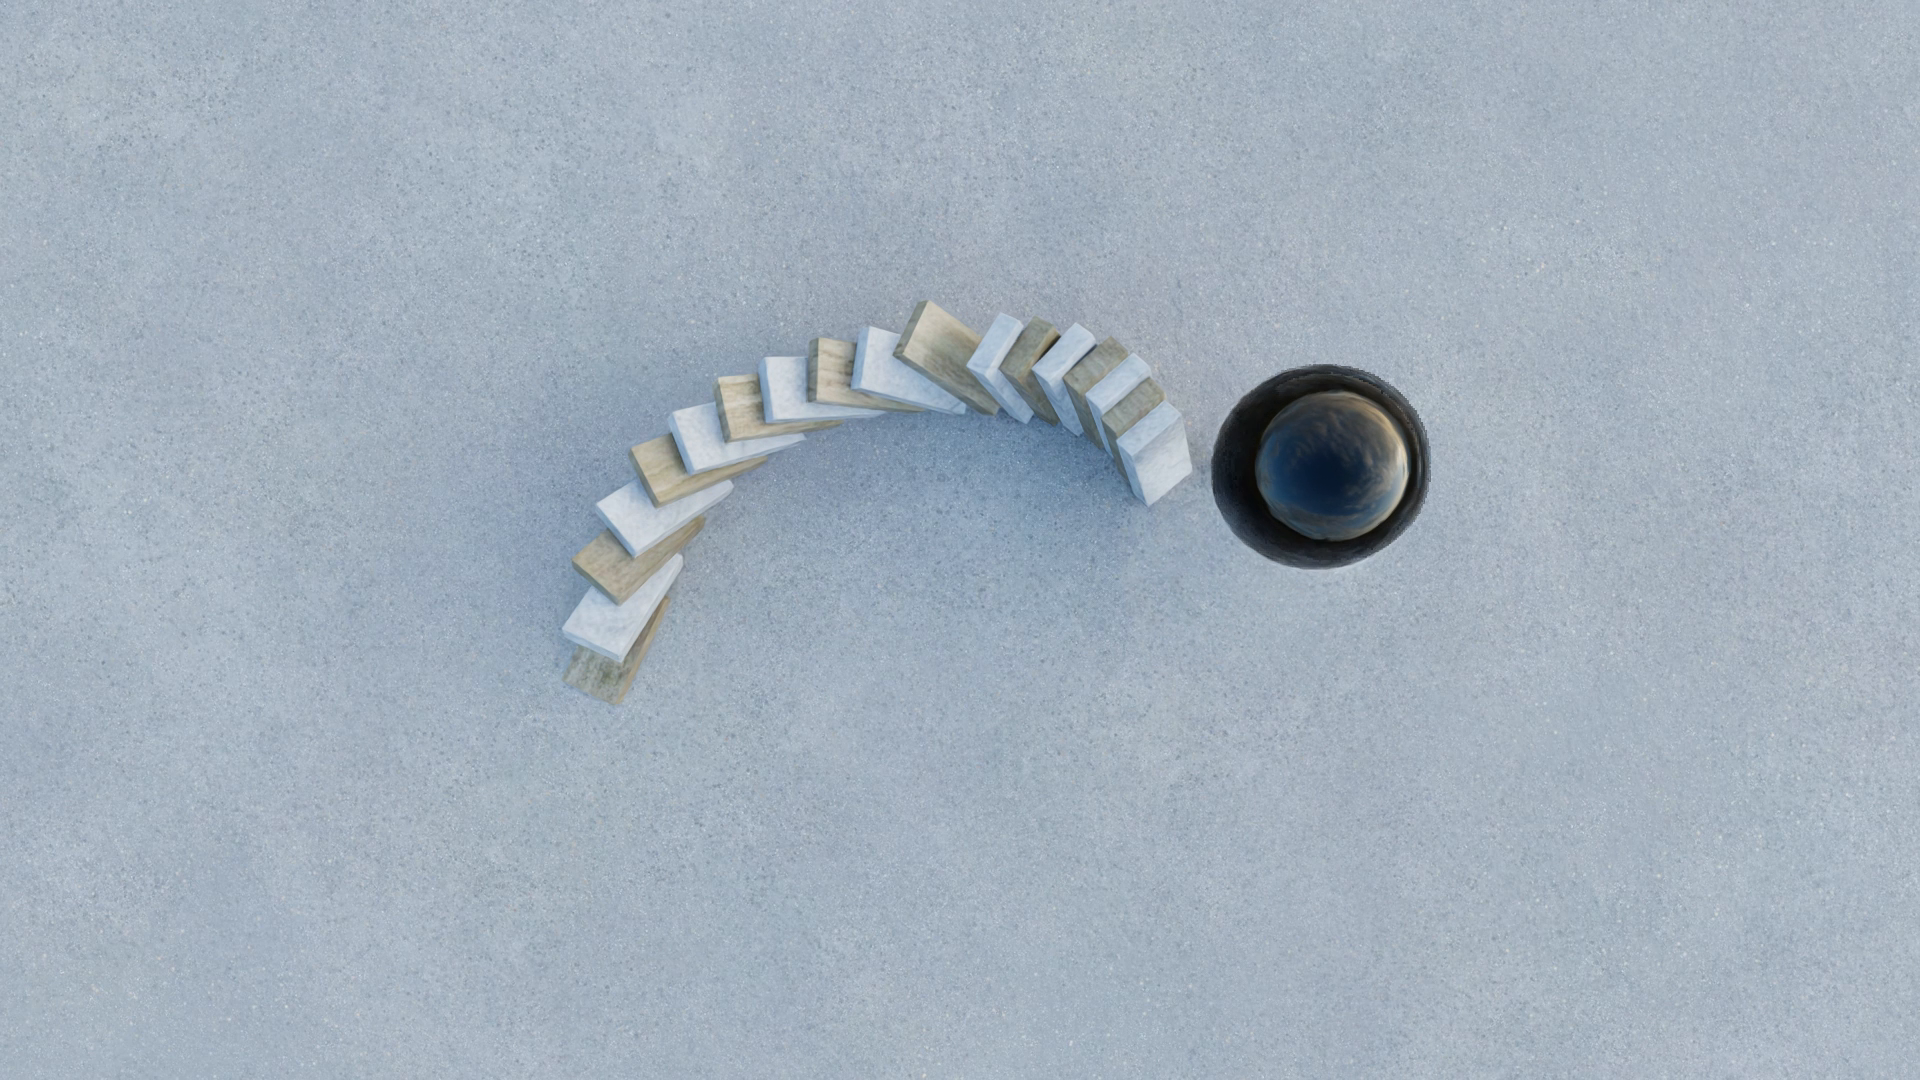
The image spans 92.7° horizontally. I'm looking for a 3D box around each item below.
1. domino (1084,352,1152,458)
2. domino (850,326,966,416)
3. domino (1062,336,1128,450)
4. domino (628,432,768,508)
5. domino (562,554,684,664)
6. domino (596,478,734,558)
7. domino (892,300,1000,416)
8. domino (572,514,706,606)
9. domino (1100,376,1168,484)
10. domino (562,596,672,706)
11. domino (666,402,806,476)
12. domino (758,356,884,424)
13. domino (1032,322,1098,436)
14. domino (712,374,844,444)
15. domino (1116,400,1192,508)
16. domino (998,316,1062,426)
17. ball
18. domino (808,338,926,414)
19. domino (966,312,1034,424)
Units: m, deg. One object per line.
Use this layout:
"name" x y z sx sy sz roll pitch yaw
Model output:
"domino" 0.068 -0.053 0.376 0.025 0.050 0.009 -41 61 0
"domino" -0.019 -0.070 0.382 0.050 0.009 0.025 9 89 -32
"domino" 0.060 -0.059 0.376 0.025 0.050 0.010 -41 61 0
"domino" -0.109 -0.035 0.383 0.050 0.010 0.025 -28 90 -30
"domino" -0.140 0.023 0.383 0.025 0.010 0.050 25 59 -1
"domino" -0.123 -0.017 0.383 0.050 0.009 0.025 -40 90 -30
"domino" -0.001 -0.075 0.382 0.050 0.010 0.025 29 81 -30
"domino" -0.134 0.001 0.383 0.025 0.010 0.050 40 60 0
"domino" 0.074 -0.043 0.376 0.025 0.050 0.009 -40 62 0
"domino" -0.148 0.043 0.395 0.025 0.009 0.050 26 90 0
"domino" -0.093 -0.046 0.383 0.050 0.009 0.025 -21 90 -32
"domino" -0.057 -0.063 0.383 0.050 0.009 0.025 -8 90 -32
"domino" 0.048 -0.065 0.376 0.025 0.050 0.010 -47 62 0
"domino" -0.076 -0.057 0.383 0.050 0.010 0.025 -13 90 -32
"domino" 0.080 -0.034 0.376 0.025 0.050 0.010 -40 62 0
"domino" 0.035 -0.068 0.376 0.009 0.050 0.025 34 90 28
"ball" 0.140 -0.028 0.360 0.080 0.080 0.080 0 90 0
"domino" -0.038 -0.068 0.383 0.050 0.010 0.025 1 90 -33
"domino" 0.022 -0.069 0.376 0.009 0.050 0.025 32 89 28
